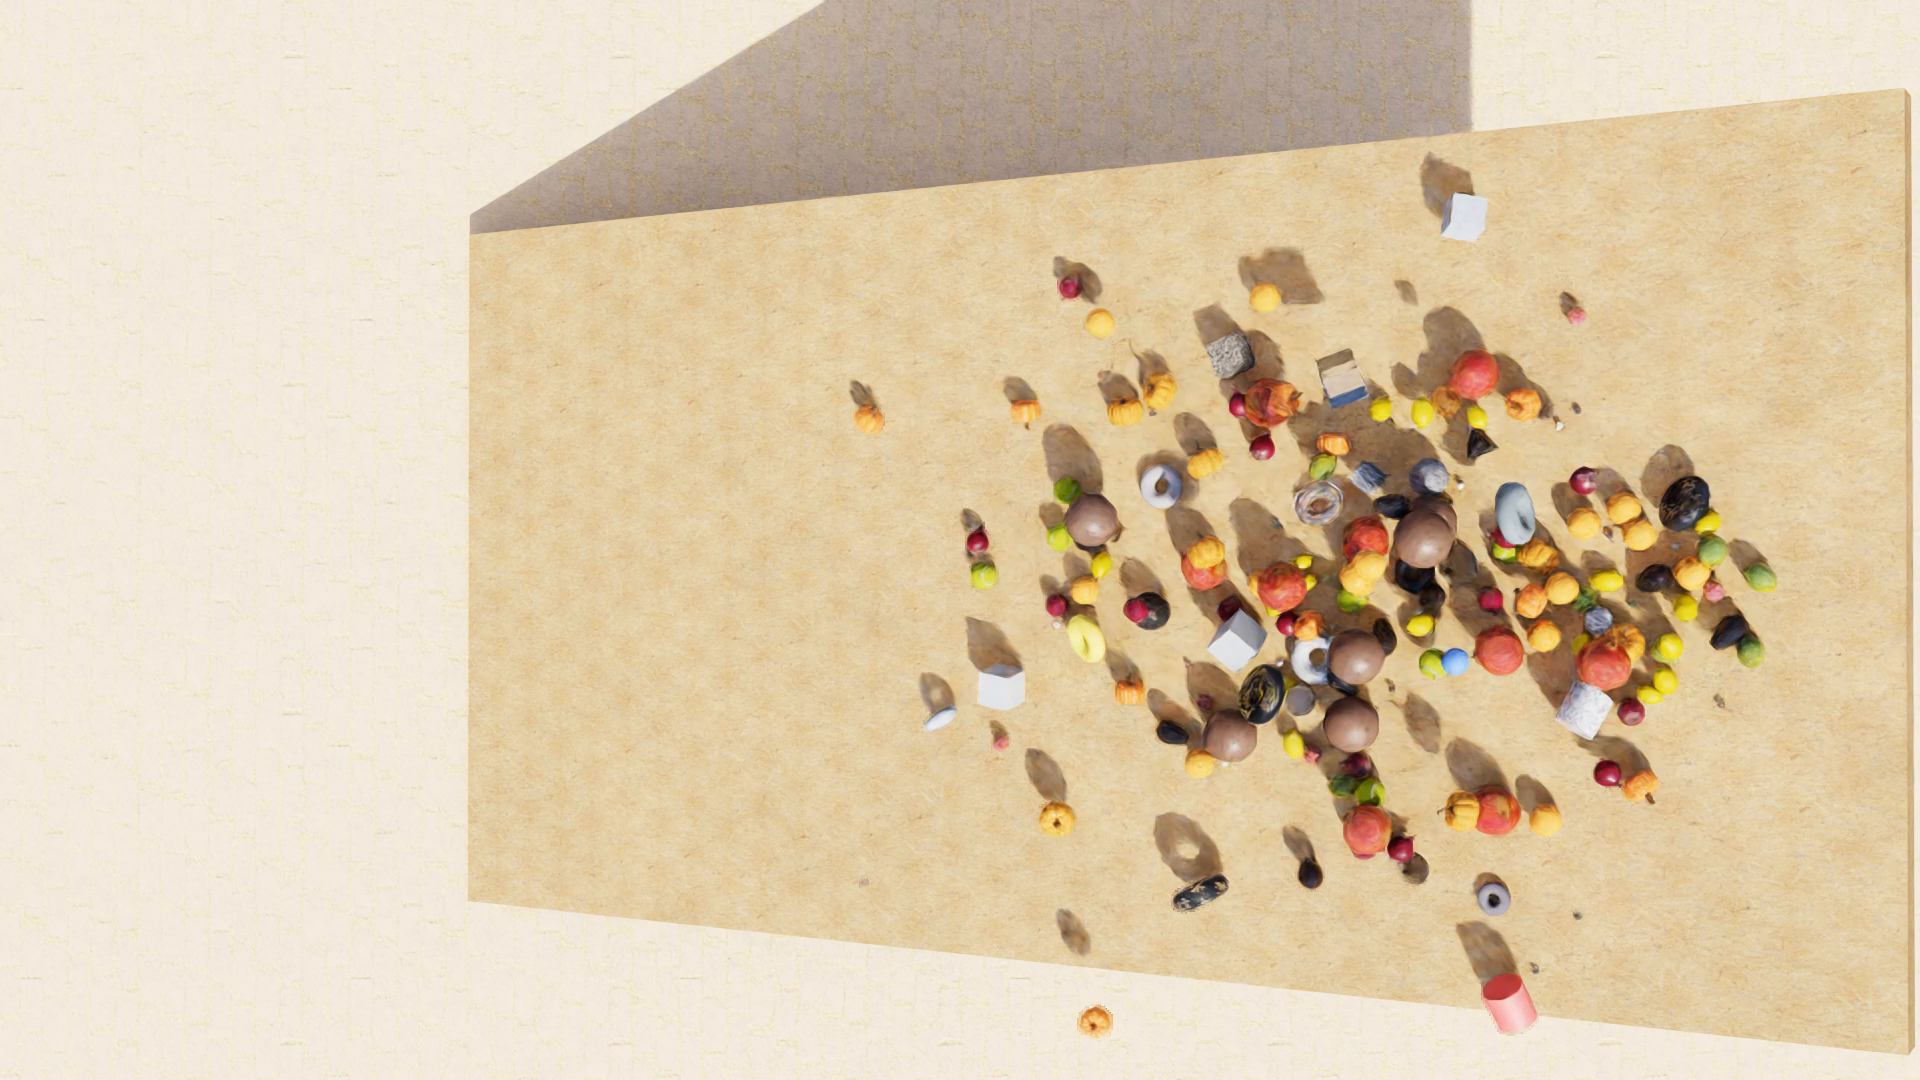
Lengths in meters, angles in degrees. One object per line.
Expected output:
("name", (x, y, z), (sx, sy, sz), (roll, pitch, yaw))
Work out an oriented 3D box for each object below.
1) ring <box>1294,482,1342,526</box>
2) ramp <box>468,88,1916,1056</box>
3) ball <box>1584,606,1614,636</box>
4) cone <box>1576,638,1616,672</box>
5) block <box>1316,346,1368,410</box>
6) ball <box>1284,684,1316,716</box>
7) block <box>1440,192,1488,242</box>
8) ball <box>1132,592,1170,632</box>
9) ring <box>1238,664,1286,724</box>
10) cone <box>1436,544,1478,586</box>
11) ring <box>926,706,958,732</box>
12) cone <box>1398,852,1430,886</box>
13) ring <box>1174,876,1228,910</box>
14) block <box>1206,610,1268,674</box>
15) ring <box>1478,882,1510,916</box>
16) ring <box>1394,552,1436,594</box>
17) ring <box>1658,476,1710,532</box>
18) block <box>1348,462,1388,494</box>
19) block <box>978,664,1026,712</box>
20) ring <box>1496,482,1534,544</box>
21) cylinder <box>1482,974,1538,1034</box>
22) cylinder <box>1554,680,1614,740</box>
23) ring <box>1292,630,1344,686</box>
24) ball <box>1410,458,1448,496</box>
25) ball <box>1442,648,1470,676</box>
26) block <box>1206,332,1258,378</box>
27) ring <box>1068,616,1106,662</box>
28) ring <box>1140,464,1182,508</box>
("ring", (0.799, -0.080, 4.898), (0.111, 0.037, 0.111), (-3, 121, -5))
("ramp", (0.266, 0.073, 5.615), (4.000, 0.100, 2.000), (0, 89, 31))
("ball", (1.405, 0.178, 4.836), (0.063, 0.063, 0.063), (0, 89, 0))
("cone", (1.405, 0.271, 4.819), (0.081, 0.081, 0.081), (29, 89, 23))
("block", (0.858, -0.363, 4.935), (0.085, 0.085, 0.085), (-20, 125, 15))
("ball", (0.802, 0.379, 5.188), (0.075, 0.075, 0.075), (0, 89, 0))
("block", (1.138, -0.728, 4.965), (0.077, 0.077, 0.077), (10, 76, -2))
("ball", (0.467, 0.175, 5.379), (0.096, 0.096, 0.096), (0, 89, 0))
("ring", (0.707, 0.362, 5.154), (0.049, 0.147, 0.147), (19, 89, -24))
("cone", (1.112, 0.066, 4.985), (0.097, 0.097, 0.097), (6, 101, 30))
("ring", (-0.048, 0.462, 5.682), (0.094, 0.094, 0.031), (-32, 80, 0))
("cone", (1.027, 0.760, 5.049), (0.076, 0.076, 0.076), (0, 89, 31))
("ring", (0.578, 0.846, 5.273), (0.143, 0.143, 0.048), (-24, 84, 0))
("block", (0.661, 0.241, 5.235), (0.090, 0.090, 0.090), (40, 130, -3))
("ring", (1.207, 0.811, 4.971), (0.078, 0.026, 0.078), (-1, 88, 31))
("ring", (1.048, 0.075, 5.069), (0.098, 0.033, 0.098), (0, 91, 30))
("ring", (1.556, -0.078, 4.724), (0.044, 0.131, 0.131), (29, 90, -18))
("block", (0.950, -0.145, 5.117), (0.054, 0.054, 0.054), (45, 111, 23))
("block", (0.106, 0.373, 5.574), (0.086, 0.086, 0.086), (11, 109, 29))
("ring", (1.193, -0.058, 4.724), (0.046, 0.139, 0.139), (-11, 89, 37))
("cylinder", (1.225, 1.032, 4.898), (0.093, 0.093, 0.093), (-28, 108, 0))
("cylinder", (1.368, 0.374, 4.823), (0.094, 0.094, 0.094), (32, 85, 0))
("ring", (0.842, 0.277, 5.184), (0.131, 0.044, 0.131), (0, 91, 32))
("ball", (1.072, -0.143, 5.024), (0.088, 0.088, 0.088), (0, 89, 0))
("ball", (1.107, 0.272, 4.915), (0.062, 0.062, 0.062), (0, 89, 0))
("block", (0.652, -0.442, 5.284), (0.079, 0.079, 0.079), (-25, 77, 28))
("ring", (0.314, 0.246, 5.471), (0.042, 0.127, 0.127), (-27, 89, -26))
("ring", (0.494, -0.133, 5.400), (0.112, 0.037, 0.112), (-1, 89, 30))
